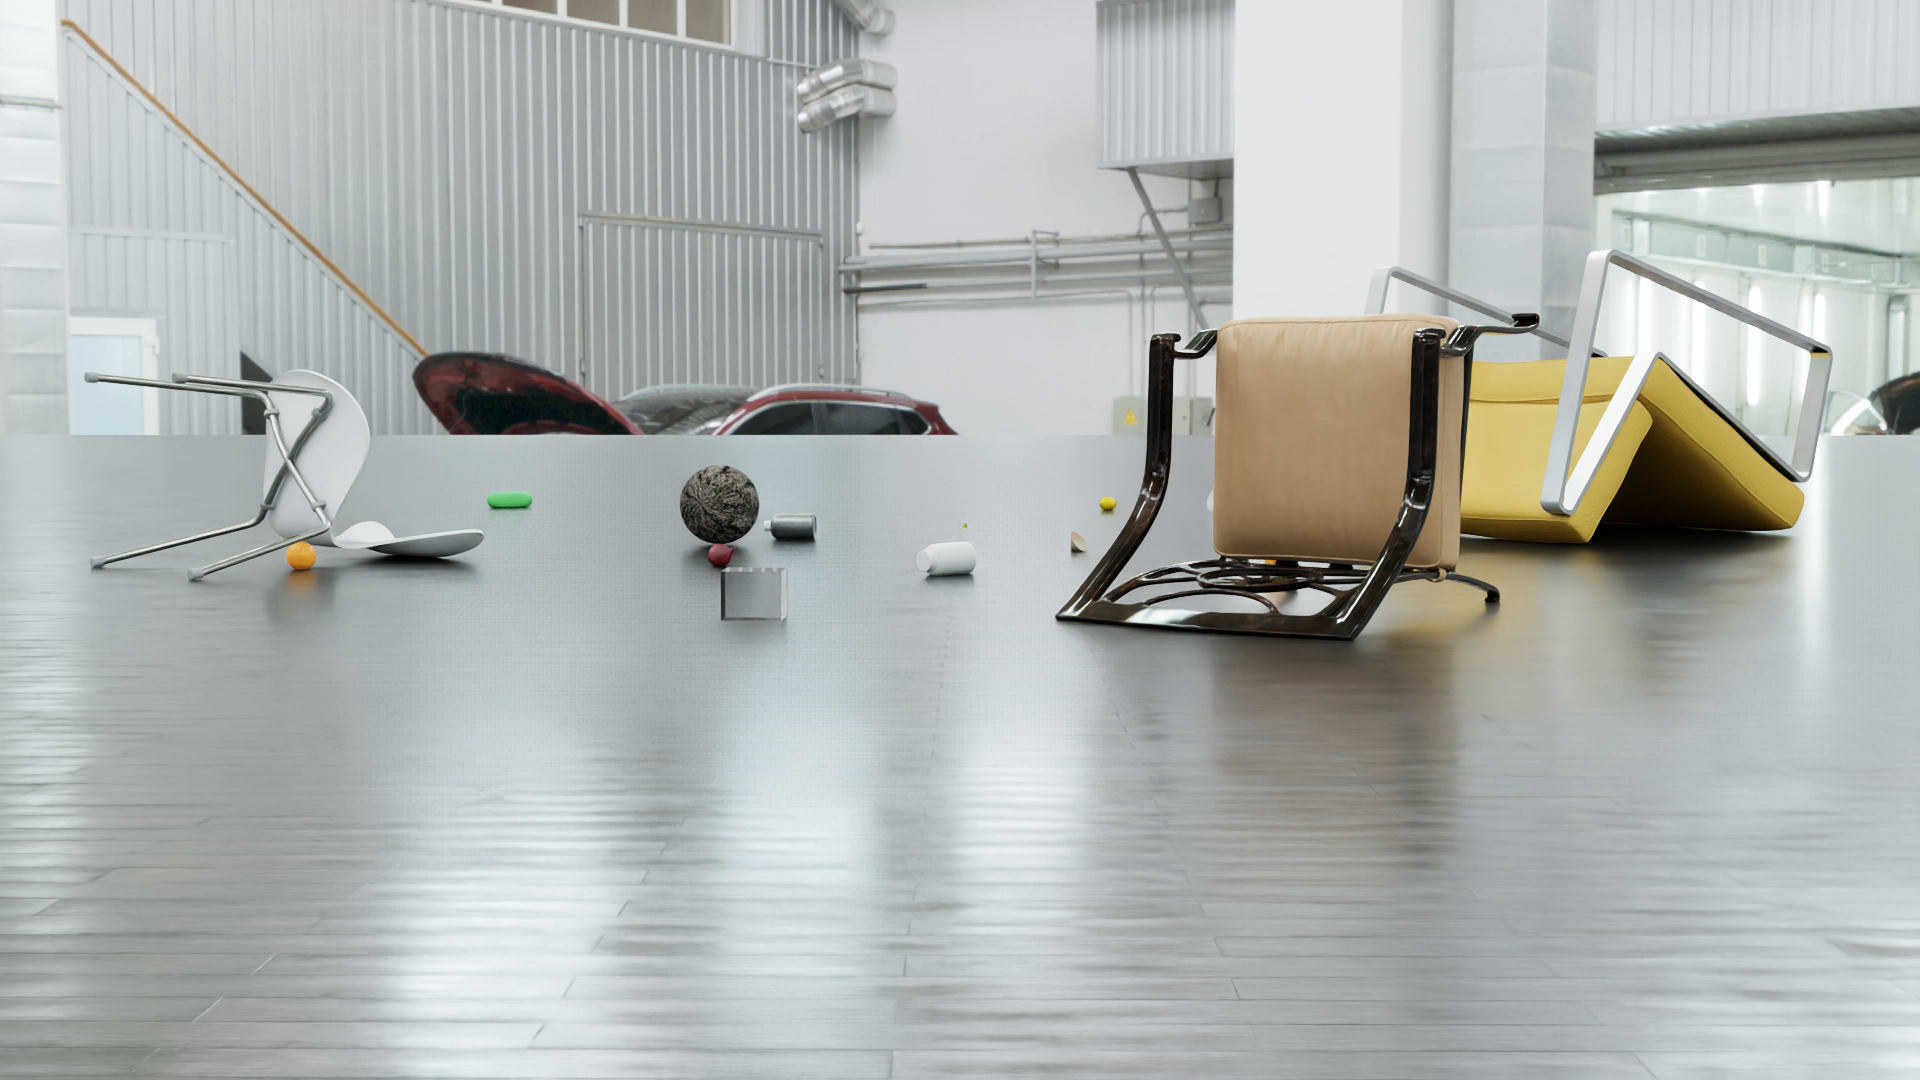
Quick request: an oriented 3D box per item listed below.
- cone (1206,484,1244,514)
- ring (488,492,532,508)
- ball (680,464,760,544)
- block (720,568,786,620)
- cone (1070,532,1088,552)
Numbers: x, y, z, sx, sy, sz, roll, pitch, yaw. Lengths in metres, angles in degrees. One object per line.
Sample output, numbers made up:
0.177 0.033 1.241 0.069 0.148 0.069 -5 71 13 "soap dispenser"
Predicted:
0.987 -0.125 7.969 0.124 0.119 0.141 28 -9 -32 "cone"
-1.713 -0.153 8.364 0.180 0.057 0.062 -2 2 -32 "ring"
-0.695 -0.102 6.361 0.230 0.230 0.230 0 4 0 "ball"
-0.404 0.105 4.313 0.117 0.095 0.102 0 4 2 "block"
0.319 0.017 6.099 0.056 0.071 0.041 -3 -36 -47 "cone"
